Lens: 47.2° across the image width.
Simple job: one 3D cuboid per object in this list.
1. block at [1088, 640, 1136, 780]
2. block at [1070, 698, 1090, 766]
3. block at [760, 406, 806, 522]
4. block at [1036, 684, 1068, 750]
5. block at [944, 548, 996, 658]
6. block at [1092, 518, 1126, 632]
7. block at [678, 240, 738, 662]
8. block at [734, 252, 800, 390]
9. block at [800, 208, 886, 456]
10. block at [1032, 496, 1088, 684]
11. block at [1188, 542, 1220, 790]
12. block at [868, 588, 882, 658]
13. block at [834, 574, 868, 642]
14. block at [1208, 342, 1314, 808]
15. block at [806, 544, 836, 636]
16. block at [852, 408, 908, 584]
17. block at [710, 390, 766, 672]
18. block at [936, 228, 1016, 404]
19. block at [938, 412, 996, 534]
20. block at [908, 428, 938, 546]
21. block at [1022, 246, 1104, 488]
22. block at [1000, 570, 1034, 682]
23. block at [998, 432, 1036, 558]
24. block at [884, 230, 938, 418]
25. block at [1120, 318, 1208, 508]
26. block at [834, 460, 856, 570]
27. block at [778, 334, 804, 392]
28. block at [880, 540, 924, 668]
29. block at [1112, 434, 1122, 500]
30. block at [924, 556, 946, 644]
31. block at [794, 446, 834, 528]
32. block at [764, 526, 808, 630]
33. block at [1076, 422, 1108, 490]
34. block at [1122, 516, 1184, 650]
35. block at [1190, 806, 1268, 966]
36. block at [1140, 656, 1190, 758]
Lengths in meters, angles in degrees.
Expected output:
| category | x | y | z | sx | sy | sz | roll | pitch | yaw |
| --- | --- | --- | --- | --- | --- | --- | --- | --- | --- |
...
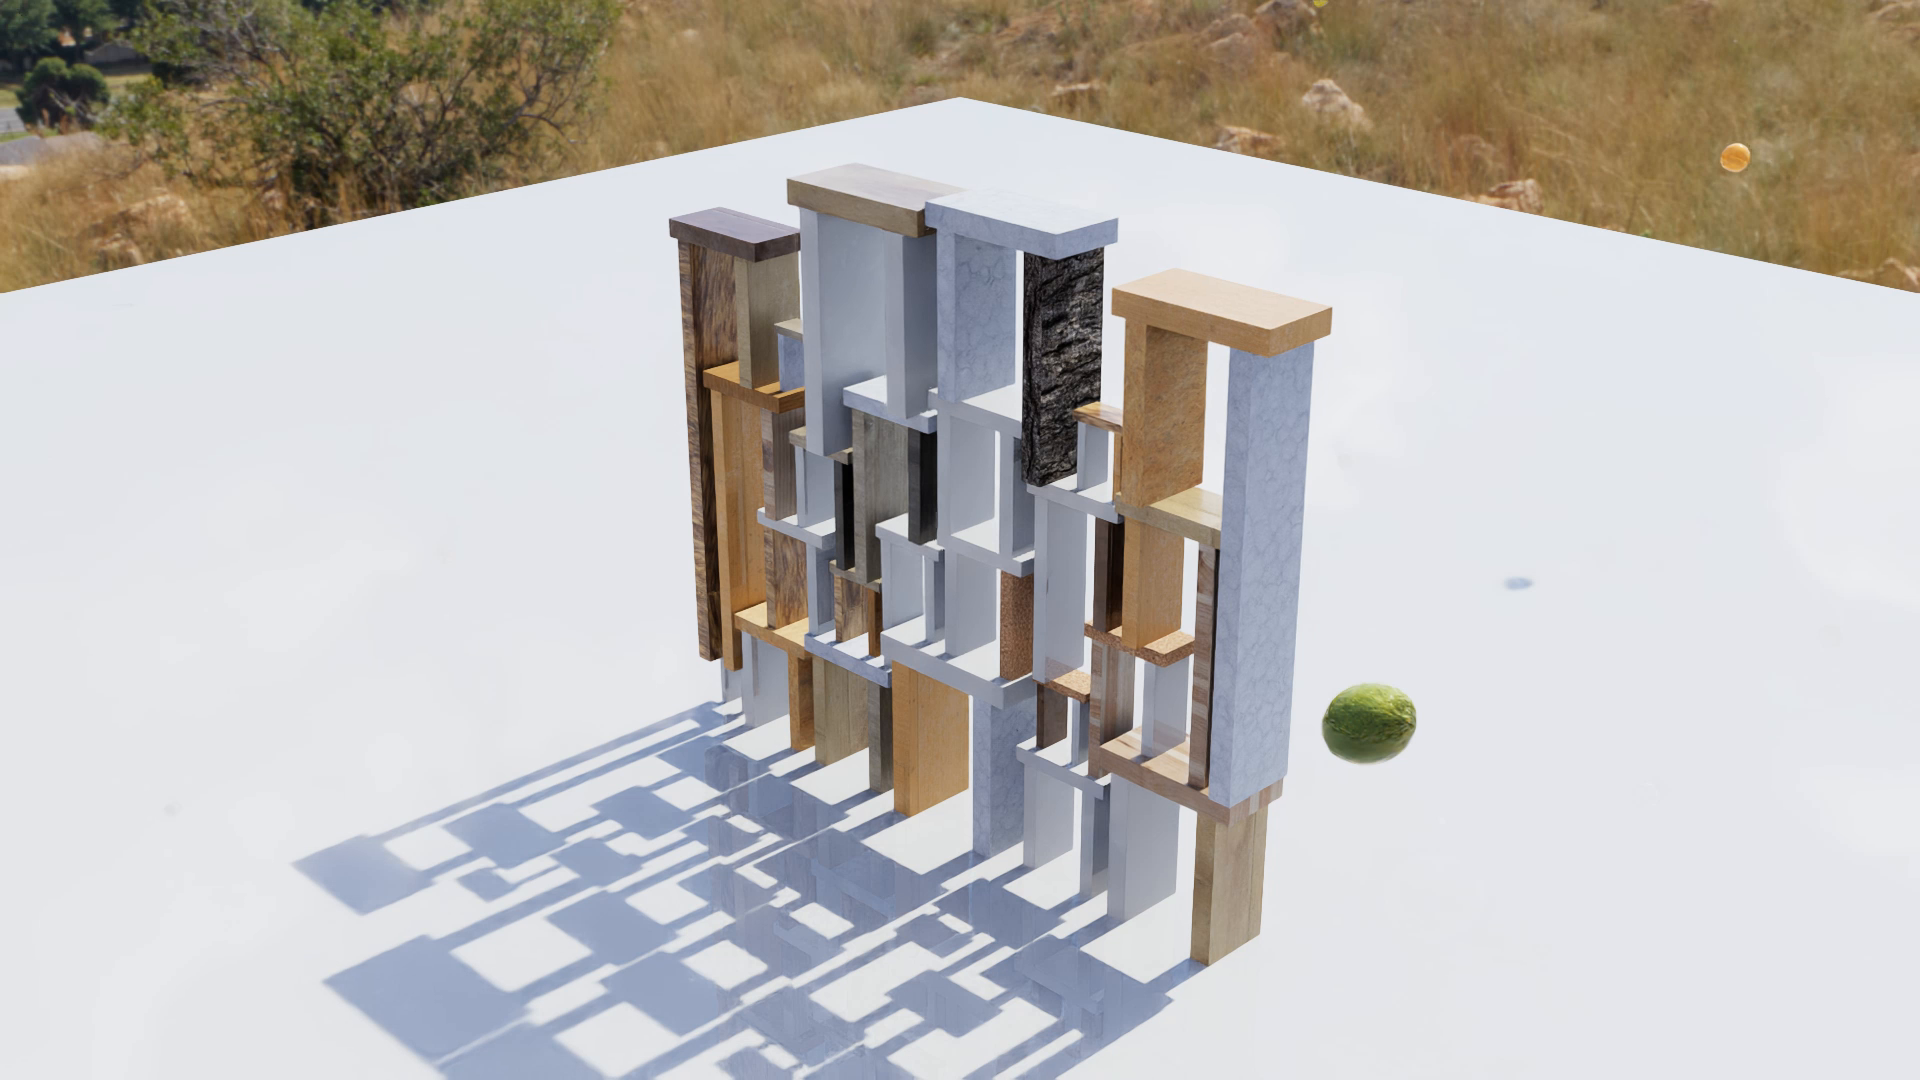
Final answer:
| category | x | y | z | sx | sy | sz | roll | pitch | yaw |
| --- | --- | --- | --- | --- | --- | --- | --- | --- | --- |
| block | 0.281 | 0.298 | 4.054 | 0.027 | 0.280 | 0.094 | 21 | 31 | 41 |
| block | 0.239 | 0.349 | 4.120 | 0.019 | 0.134 | 0.067 | 21 | 31 | 41 |
| block | -0.349 | -0.170 | 4.525 | 0.034 | 0.240 | 0.120 | 21 | 31 | 41 |
| block | 0.175 | 0.324 | 4.178 | 0.019 | 0.134 | 0.067 | 21 | 31 | 41 |
| block | 0.021 | 0.105 | 4.244 | 0.031 | 0.220 | 0.110 | 21 | 31 | 41 |
| block | 0.288 | 0.048 | 3.939 | 0.108 | 0.217 | 0.031 | -21 | 31 | -41 |
| block | -0.514 | -0.191 | 4.698 | 0.038 | 0.946 | 0.135 | 21 | 31 | 41 |
| block | -0.387 | -0.452 | 4.449 | 0.038 | 0.271 | 0.135 | 21 | 31 | 41 |
| block | -0.223 | -0.419 | 4.282 | 0.050 | 0.491 | 0.176 | 21 | 31 | 41 |
| block | 0.185 | 0.078 | 4.064 | 0.031 | 0.370 | 0.108 | 21 | 31 | 41 |
| block | 0.457 | 0.203 | 3.811 | 0.035 | 0.460 | 0.123 | 21 | 31 | 41 |
| block | -0.152 | 0.157 | 4.460 | 0.021 | 0.149 | 0.075 | 21 | 31 | 41 |
| block | -0.223 | 0.130 | 4.525 | 0.021 | 0.149 | 0.075 | 21 | 31 | 41 |
| block | 0.504 | 0.055 | 3.697 | 0.046 | 0.823 | 0.164 | 21 | 31 | 41 |
| block | -0.268 | 0.088 | 4.555 | 0.029 | 0.202 | 0.101 | 21 | 31 | 41 |
| block | -0.156 | -0.102 | 4.358 | 0.117 | 0.364 | 0.033 | -21 | 31 | -41 |
| block | -0.462 | -0.029 | 4.707 | 0.034 | 0.641 | 0.120 | 21 | 31 | 41 |
| block | 0.031 | -0.424 | 4.018 | 0.159 | 0.319 | 0.045 | -21 | 31 | -40 |
| block | 0.012 | -0.141 | 4.155 | 0.120 | 0.240 | 0.034 | -21 | 31 | -40 |
| block | -0.046 | -0.118 | 4.229 | 0.033 | 0.235 | 0.117 | 22 | 32 | 40 |
| block | 0.182 | -0.316 | 3.900 | 0.045 | 0.423 | 0.159 | 21 | 31 | 41 |
| block | 0.125 | 0.146 | 4.147 | 0.110 | 0.221 | 0.031 | -21 | 31 | -41 |
| block | 0.126 | -0.097 | 4.050 | 0.034 | 0.240 | 0.120 | 21 | 31 | 40 |
| block | -0.058 | -0.419 | 4.101 | 0.050 | 0.352 | 0.176 | 21 | 31 | 40 |
| block | 0.349 | -0.233 | 3.742 | 0.164 | 0.328 | 0.046 | -22 | 31 | -40 |
| block | -0.211 | -0.060 | 4.428 | 0.025 | 0.234 | 0.087 | 21 | 31 | 41 |
| block | -0.337 | -0.363 | 4.433 | 0.017 | 0.120 | 0.060 | 21 | 31 | 41 |
| block | -0.114 | 0.117 | 4.394 | 0.025 | 0.275 | 0.089 | 21 | 31 | 41 |
| block | 0.295 | -0.134 | 3.850 | 0.063 | 0.126 | 0.018 | -21 | 31 | -41 |
| block | -0.028 | 0.104 | 4.300 | 0.089 | 0.178 | 0.025 | -21 | 31 | -40 |
| block | -0.293 | -0.120 | 4.492 | 0.025 | 0.175 | 0.087 | 21 | 31 | 41 |
| block | -0.364 | 0.066 | 4.649 | 0.029 | 0.232 | 0.101 | 21 | 31 | 41 |
| block | 0.236 | -0.157 | 3.905 | 0.018 | 0.126 | 0.063 | 21 | 31 | 41 |
| block | 0.342 | 0.059 | 3.876 | 0.123 | 0.246 | 0.035 | -21 | 31 | -40 |
| block | 0.485 | 0.602 | 3.956 | 0.151 | 0.301 | 0.043 | -21 | 31 | -41 |
| block | 0.369 | 0.290 | 3.954 | 0.027 | 0.188 | 0.094 | 22 | 31 | 40 |
